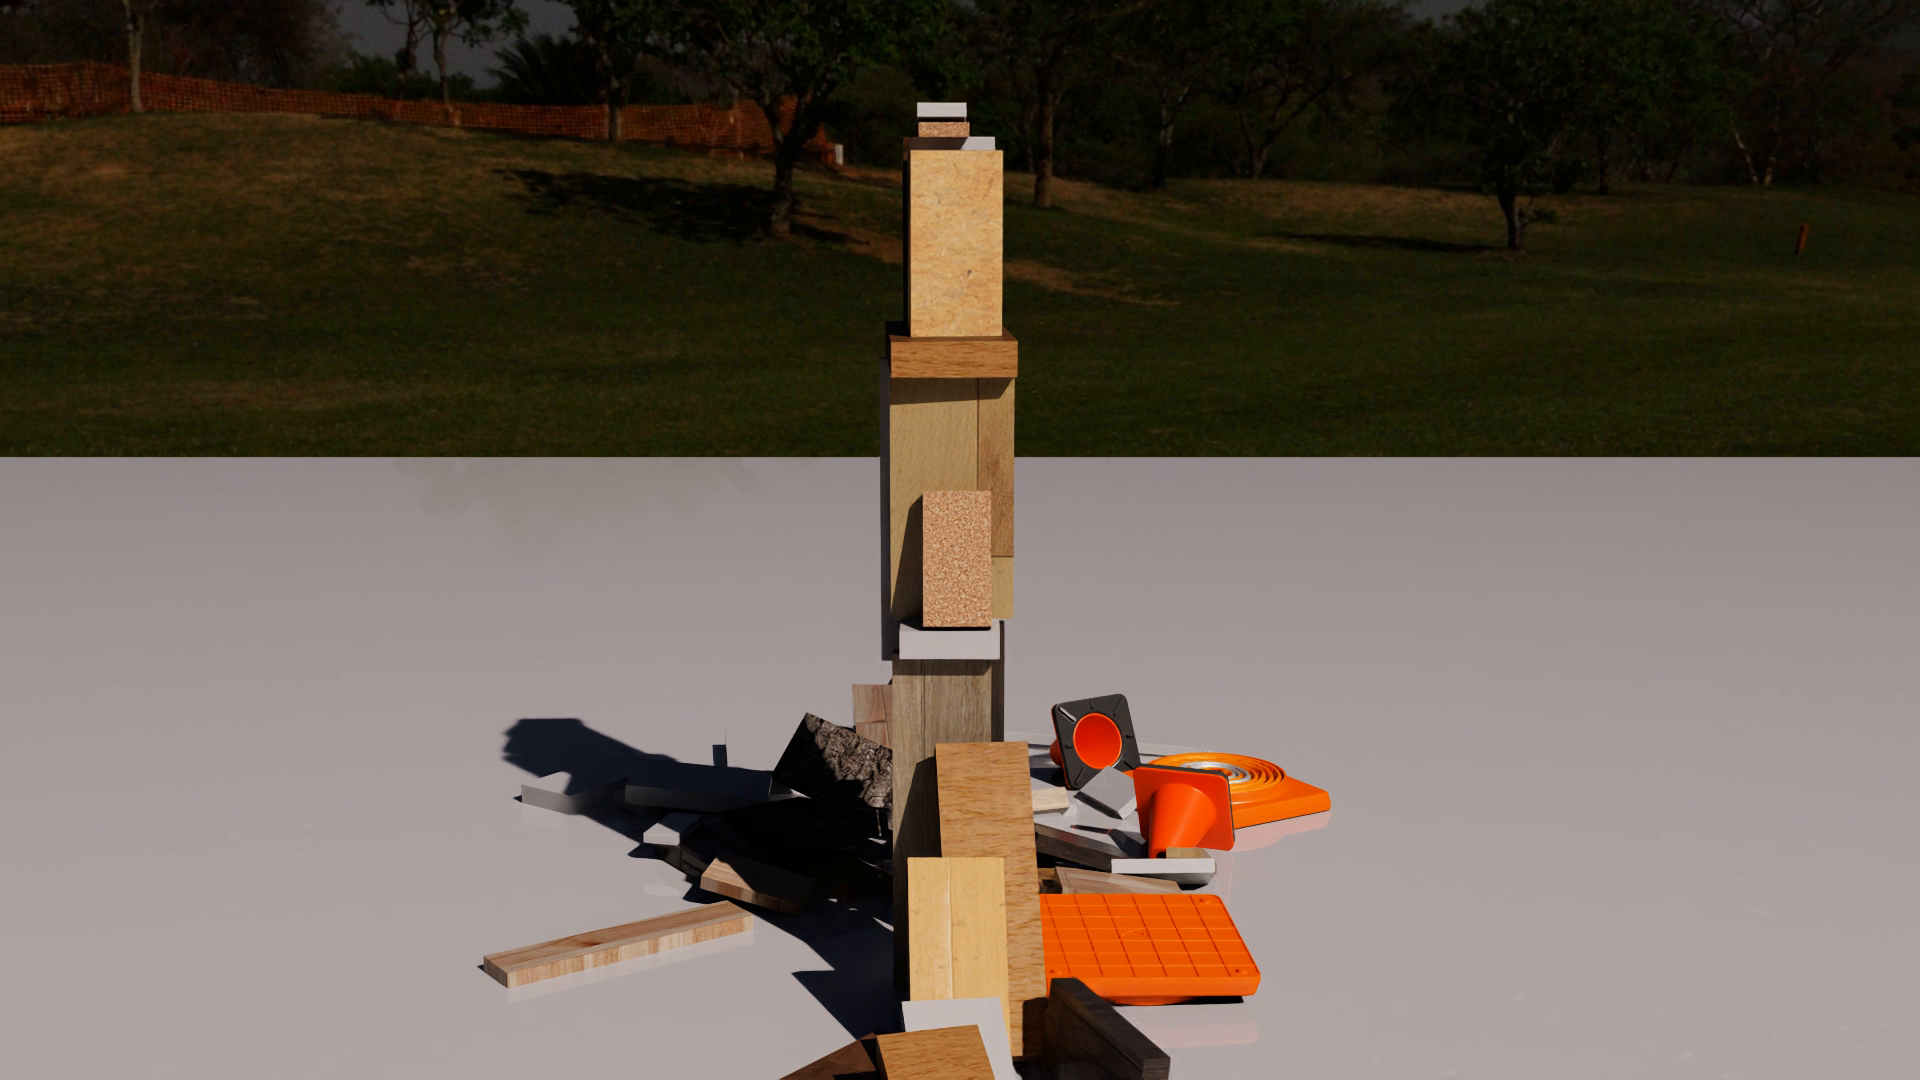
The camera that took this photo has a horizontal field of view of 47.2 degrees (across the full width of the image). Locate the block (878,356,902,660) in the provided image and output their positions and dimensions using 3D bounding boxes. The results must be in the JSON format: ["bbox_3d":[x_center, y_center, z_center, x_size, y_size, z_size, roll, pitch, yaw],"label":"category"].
[{"bbox_3d":[-0.035,-0.049,3.454,0.180,0.475,0.051,-1,10,-3],"label":"block"}]

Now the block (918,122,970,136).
[{"bbox_3d":[-0.025,-0.603,3.233,0.073,0.021,0.146,0,10,-1],"label":"block"}]

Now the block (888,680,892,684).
[{"bbox_3d":[-0.114,0.360,4.549,0.131,0.037,0.690,3,10,7],"label":"block"}]

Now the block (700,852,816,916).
[{"bbox_3d":[-0.331,0.564,3.611,0.170,0.024,0.085,14,24,11],"label":"block"}]

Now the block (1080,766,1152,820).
[{"bbox_3d":[0.292,0.474,4.133,0.074,0.021,0.148,-40,24,-14],"label":"block"}]

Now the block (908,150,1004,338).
[{"bbox_3d":[-0.007,-0.430,3.186,0.133,0.266,0.038,-1,12,-7],"label":"block"}]

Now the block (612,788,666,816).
[{"bbox_3d":[-0.557,0.481,4.185,0.094,0.027,0.187,10,15,43],"label":"block"}]

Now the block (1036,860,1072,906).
[{"bbox_3d":[0.117,0.567,3.715,0.204,0.029,0.102,10,14,43],"label":"block"}]

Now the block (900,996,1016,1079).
[{"bbox_3d":[0.002,0.689,2.820,0.131,0.037,0.263,-1,28,-7],"label":"block"}]

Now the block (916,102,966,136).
[{"bbox_3d":[-0.029,-0.635,3.331,0.073,0.021,0.146,0,-2,-2],"label":"block"}]

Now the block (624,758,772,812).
[{"bbox_3d":[-0.489,0.464,4.130,0.261,0.037,0.130,6,17,-2],"label":"block"}]

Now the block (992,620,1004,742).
[{"bbox_3d":[-0.003,0.269,3.410,0.144,0.287,0.041,0,7,0],"label":"block"}]

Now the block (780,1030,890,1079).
[{"bbox_3d":[-0.299,0.750,2.729,0.098,0.028,0.741,8,13,37],"label":"block"}]

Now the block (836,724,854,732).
[{"bbox_3d":[-0.171,0.405,4.522,0.180,0.025,0.090,6,-3,23],"label":"block"}]

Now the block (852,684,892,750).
[{"bbox_3d":[-0.126,0.361,4.292,0.160,0.045,0.488,1,10,-4],"label":"block"}]

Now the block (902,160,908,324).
[{"bbox_3d":[-0.026,-0.463,3.421,0.125,0.249,0.035,-1,10,-3],"label":"block"}]

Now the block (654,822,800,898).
[{"bbox_3d":[-0.404,0.549,3.787,0.135,0.038,0.269,-7,13,-34],"label":"block"}]

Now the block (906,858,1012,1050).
[{"bbox_3d":[-0.004,0.568,3.005,0.133,0.266,0.038,1,-27,-6],"label":"block"}]

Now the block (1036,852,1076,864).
[{"bbox_3d":[0.135,0.533,3.772,0.071,0.020,0.141,11,-4,35],"label":"block"}]

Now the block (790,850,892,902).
[{"bbox_3d":[-0.206,0.566,3.728,0.094,0.027,0.187,-8,13,-35],"label":"block"}]

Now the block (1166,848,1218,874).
[{"bbox_3d":[0.391,0.541,3.707,0.061,0.017,0.122,-2,-21,18],"label":"block"}]

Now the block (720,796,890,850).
[{"bbox_3d":[-0.277,0.498,3.877,0.160,0.045,0.319,-7,2,-32],"label":"block"}]

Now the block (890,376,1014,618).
[{"bbox_3d":[-0.012,-0.066,3.219,0.180,0.359,0.051,0,11,0],"label":"block"}]

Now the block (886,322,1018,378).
[{"bbox_3d":[-0.018,-0.288,3.295,0.180,0.051,0.359,-1,10,-3],"label":"block"}]

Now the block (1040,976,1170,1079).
[{"bbox_3d":[0.184,0.676,2.835,0.037,0.131,0.282,3,9,-22],"label":"block"}]

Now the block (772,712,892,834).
[{"bbox_3d":[-0.192,0.427,3.996,0.269,0.135,0.038,22,-20,20],"label":"block"}]

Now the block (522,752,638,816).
[{"bbox_3d":[-0.701,0.467,4.229,0.131,0.037,0.261,7,13,35],"label":"block"}]

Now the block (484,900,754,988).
[{"bbox_3d":[-0.525,0.625,3.415,0.422,0.024,0.085,-7,13,-35],"label":"block"}]

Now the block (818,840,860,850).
[{"bbox_3d":[-0.233,0.525,3.851,0.061,0.017,0.122,-7,2,-31],"label":"block"}]

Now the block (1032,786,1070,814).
[{"bbox_3d":[0.045,0.492,3.895,0.269,0.038,0.135,-4,-25,-19],"label":"block"}]

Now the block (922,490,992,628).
[{"bbox_3d":[-0.004,0.028,3.167,0.098,0.195,0.028,0,-7,-1],"label":"block"}]

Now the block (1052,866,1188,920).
[{"bbox_3d":[0.259,0.575,3.583,0.204,0.029,0.102,8,10,-6],"label":"block"}]

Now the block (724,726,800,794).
[{"bbox_3d":[-0.383,0.437,4.370,0.160,0.045,0.320,-1,11,-7],"label":"block"}]

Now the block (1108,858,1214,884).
[{"bbox_3d":[0.335,0.555,3.676,0.170,0.024,0.085,0,-22,-2],"label":"block"}]

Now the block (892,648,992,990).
[{"bbox_3d":[-0.026,0.412,3.239,0.144,0.505,0.041,0,8,0],"label":"block"}]

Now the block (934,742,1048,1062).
[{"bbox_3d":[0.043,0.503,3.085,0.133,0.453,0.038,-1,-26,-5],"label":"block"}]

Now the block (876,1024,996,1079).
[{"bbox_3d":[-0.015,0.704,2.711,0.131,0.037,0.263,-4,29,-12],"label":"block"}]

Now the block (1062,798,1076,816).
[{"bbox_3d":[0.136,0.499,4.103,0.146,0.021,0.073,-4,11,-19],"label":"block"}]

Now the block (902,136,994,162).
[{"bbox_3d":[-0.019,-0.589,3.315,0.125,0.035,0.249,-1,10,-3],"label":"block"}]

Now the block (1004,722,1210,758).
[{"bbox_3d":[0.176,0.403,4.542,0.670,0.021,0.074,4,10,10],"label":"block"}]

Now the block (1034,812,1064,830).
[{"bbox_3d":[0.110,0.520,3.852,0.141,0.071,0.020,-3,11,-16],"label":"block"}]

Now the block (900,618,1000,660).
[{"bbox_3d":[-0.014,0.124,3.291,0.144,0.041,0.287,0,11,0],"label":"block"}]

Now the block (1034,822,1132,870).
[{"bbox_3d":[0.194,0.524,3.746,0.204,0.029,0.102,19,2,-25],"label":"block"}]

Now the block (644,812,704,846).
[{"bbox_3d":[-0.503,0.507,3.861,0.061,0.017,0.122,3,11,15],"label":"block"}]
